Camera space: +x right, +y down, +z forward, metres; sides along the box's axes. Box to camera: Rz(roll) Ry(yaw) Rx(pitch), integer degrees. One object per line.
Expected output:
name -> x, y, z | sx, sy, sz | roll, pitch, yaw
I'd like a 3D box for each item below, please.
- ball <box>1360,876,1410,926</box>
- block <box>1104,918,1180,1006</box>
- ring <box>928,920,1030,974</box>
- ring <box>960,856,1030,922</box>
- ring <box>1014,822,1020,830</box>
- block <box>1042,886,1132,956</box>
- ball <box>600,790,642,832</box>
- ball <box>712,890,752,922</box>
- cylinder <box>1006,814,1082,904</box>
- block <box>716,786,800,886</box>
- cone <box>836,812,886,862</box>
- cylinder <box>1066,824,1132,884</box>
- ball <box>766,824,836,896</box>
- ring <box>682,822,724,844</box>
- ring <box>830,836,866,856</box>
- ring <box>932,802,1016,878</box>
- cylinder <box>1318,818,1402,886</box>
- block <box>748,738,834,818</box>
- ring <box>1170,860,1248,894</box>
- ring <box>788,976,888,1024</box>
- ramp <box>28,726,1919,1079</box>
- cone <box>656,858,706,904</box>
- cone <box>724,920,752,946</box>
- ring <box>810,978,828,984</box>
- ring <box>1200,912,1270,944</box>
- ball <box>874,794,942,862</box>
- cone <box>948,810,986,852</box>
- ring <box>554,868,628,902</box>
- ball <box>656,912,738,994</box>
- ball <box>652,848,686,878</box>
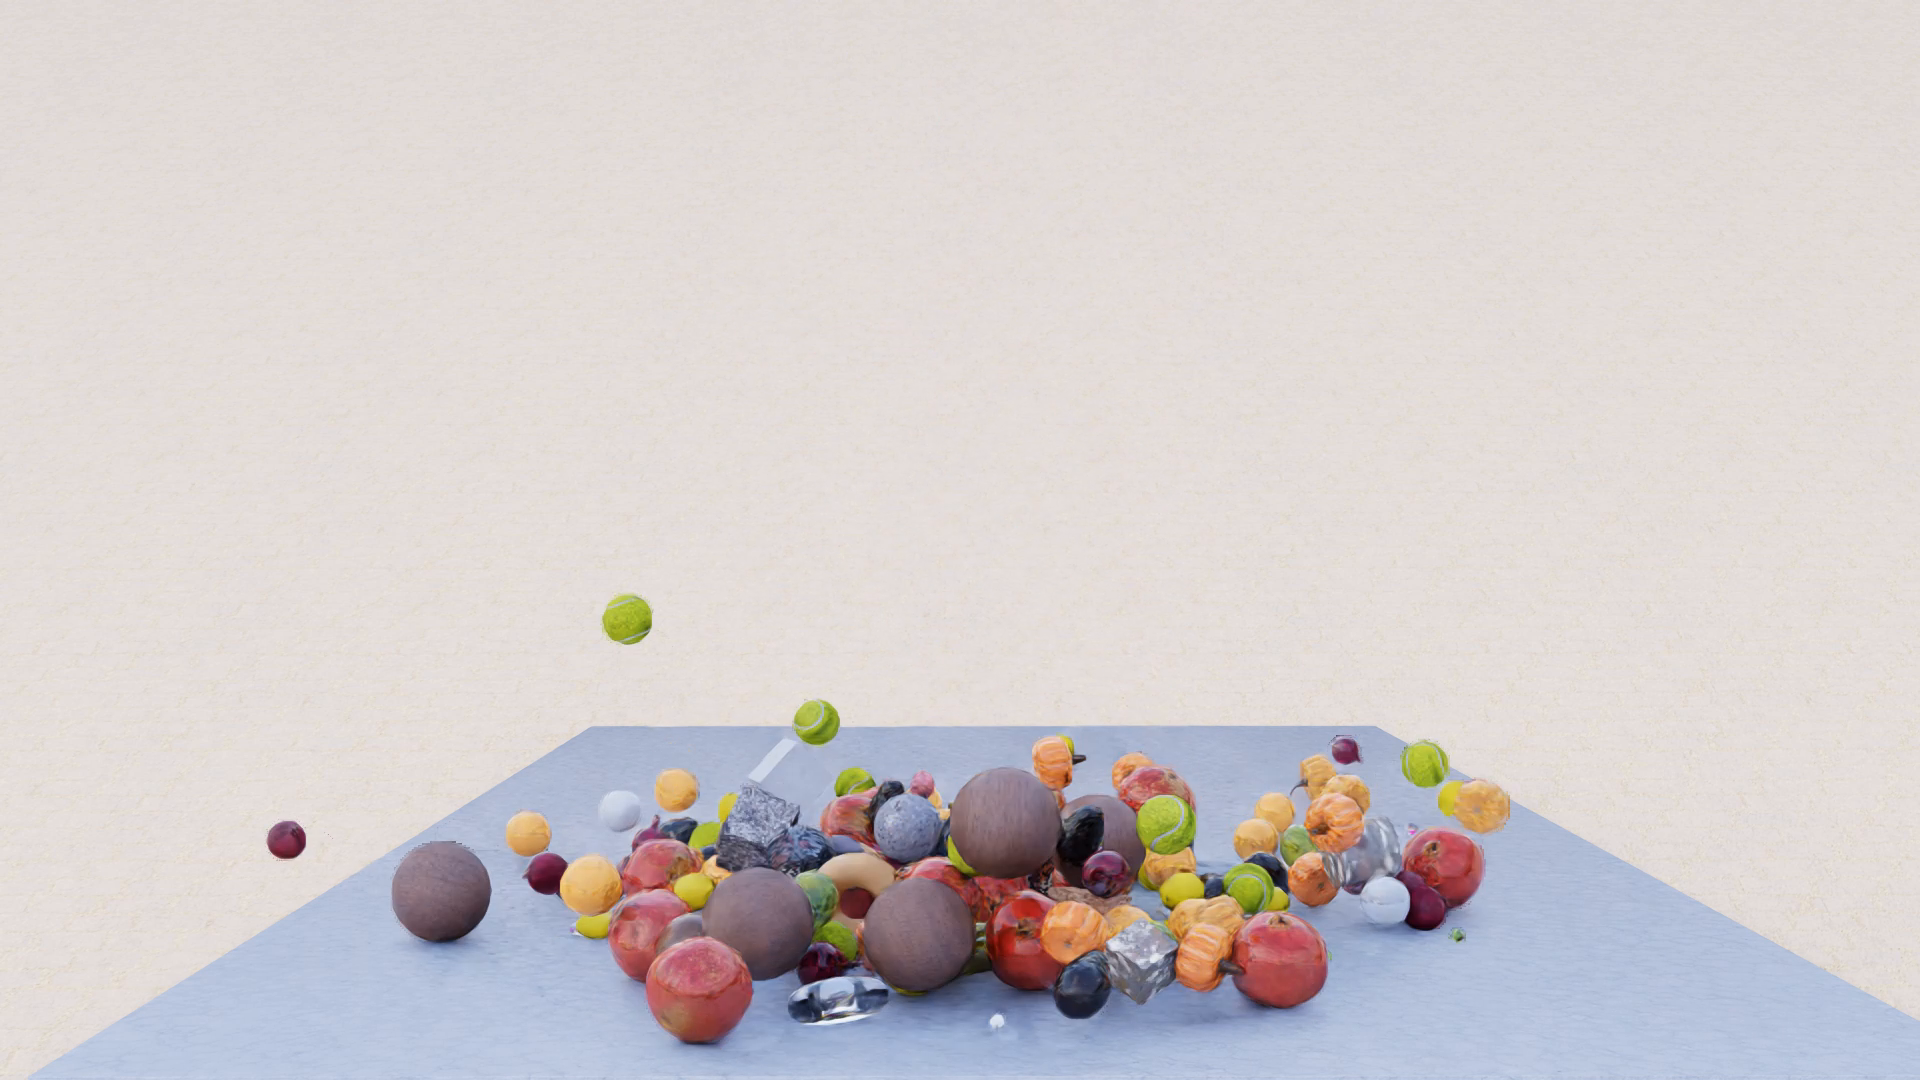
ball -> 0.569, 0.483, 3.452 | 0.067, 0.067, 0.067 | 0, 27, 0
block -> 0.206, 0.479, 2.936 | 0.058, 0.058, 0.058 | -29, 47, -34
ring -> 0.024, 0.500, 3.175 | 0.128, 0.043, 0.128 | -12, 4, 1
ring -> 0.048, 0.479, 3.537 | 0.098, 0.033, 0.098 | 4, 66, -9
ring -> 0.057, 0.468, 3.841 | 0.112, 0.112, 0.037 | -19, 36, -32
block -> 0.161, 0.485, 3.283 | 0.076, 0.076, 0.076 | 8, -4, -31
ball -> -0.478, 0.382, 3.640 | 0.059, 0.059, 0.059 | 0, 27, 0
ball -> -0.308, 0.498, 3.485 | 0.053, 0.053, 0.053 | 0, 27, 0
cylinder -> 0.107, 0.447, 3.615 | 0.091, 0.091, 0.091 | 25, 76, 39
block -> -0.274, 0.402, 3.503 | 0.082, 0.082, 0.082 | 20, 46, 6
cone -> -0.139, 0.494, 4.086 | 0.092, 0.092, 0.092 | -17, 37, -30
cylinder -> 0.193, 0.448, 3.696 | 0.082, 0.082, 0.082 | -8, -2, -15
ball -> -0.209, 0.422, 3.399 | 0.093, 0.093, 0.093 | 0, 27, 0
ring -> -0.422, 0.495, 4.355 | 0.094, 0.031, 0.094 | 1, -2, 0
ring -> -0.158, 0.433, 3.458 | 0.078, 0.078, 0.026 | 16, 17, 28
ring -> 0.018, 0.399, 3.433 | 0.123, 0.123, 0.041 | -14, 44, -25
cylinder -> 0.548, 0.427, 3.536 | 0.084, 0.084, 0.084 | -5, 27, -19
block -> -0.286, 0.403, 4.364 | 0.092, 0.092, 0.092 | -47, 13, -12
ring -> 0.370, 0.500, 3.831 | 0.115, 0.038, 0.115 | 1, 0, 0
ring -> -0.133, 0.503, 2.823 | 0.111, 0.111, 0.037 | -5, 70, -10
ramp -> 0.062, 0.557, 4.594 | 2.000, 0.100, 4.000 | 0, 1, 0
cone -> -0.388, 0.505, 3.708 | 0.069, 0.069, 0.069 | 30, 39, 26
cone -> -0.280, 0.483, 3.163 | 0.067, 0.067, 0.067 | -37, 27, 10
ring -> -0.140, 0.520, 2.968 | 0.077, 0.026, 0.077 | 0, 0, 0
ring -> 0.361, 0.510, 3.399 | 0.093, 0.031, 0.093 | 1, 1, 0
ball -> -0.067, 0.368, 3.298 | 0.088, 0.088, 0.088 | 0, 27, 0
cone -> 0.026, 0.496, 4.270 | 0.071, 0.071, 0.071 | -12, 32, -21
ring -> -0.539, 0.503, 3.763 | 0.108, 0.036, 0.108 | 0, 2, 0
ball -> -0.309, 0.484, 3.029 | 0.095, 0.095, 0.095 | 0, 27, 0
ball -> -0.441, 0.492, 3.917 | 0.051, 0.051, 0.051 | 0, 27, 0
